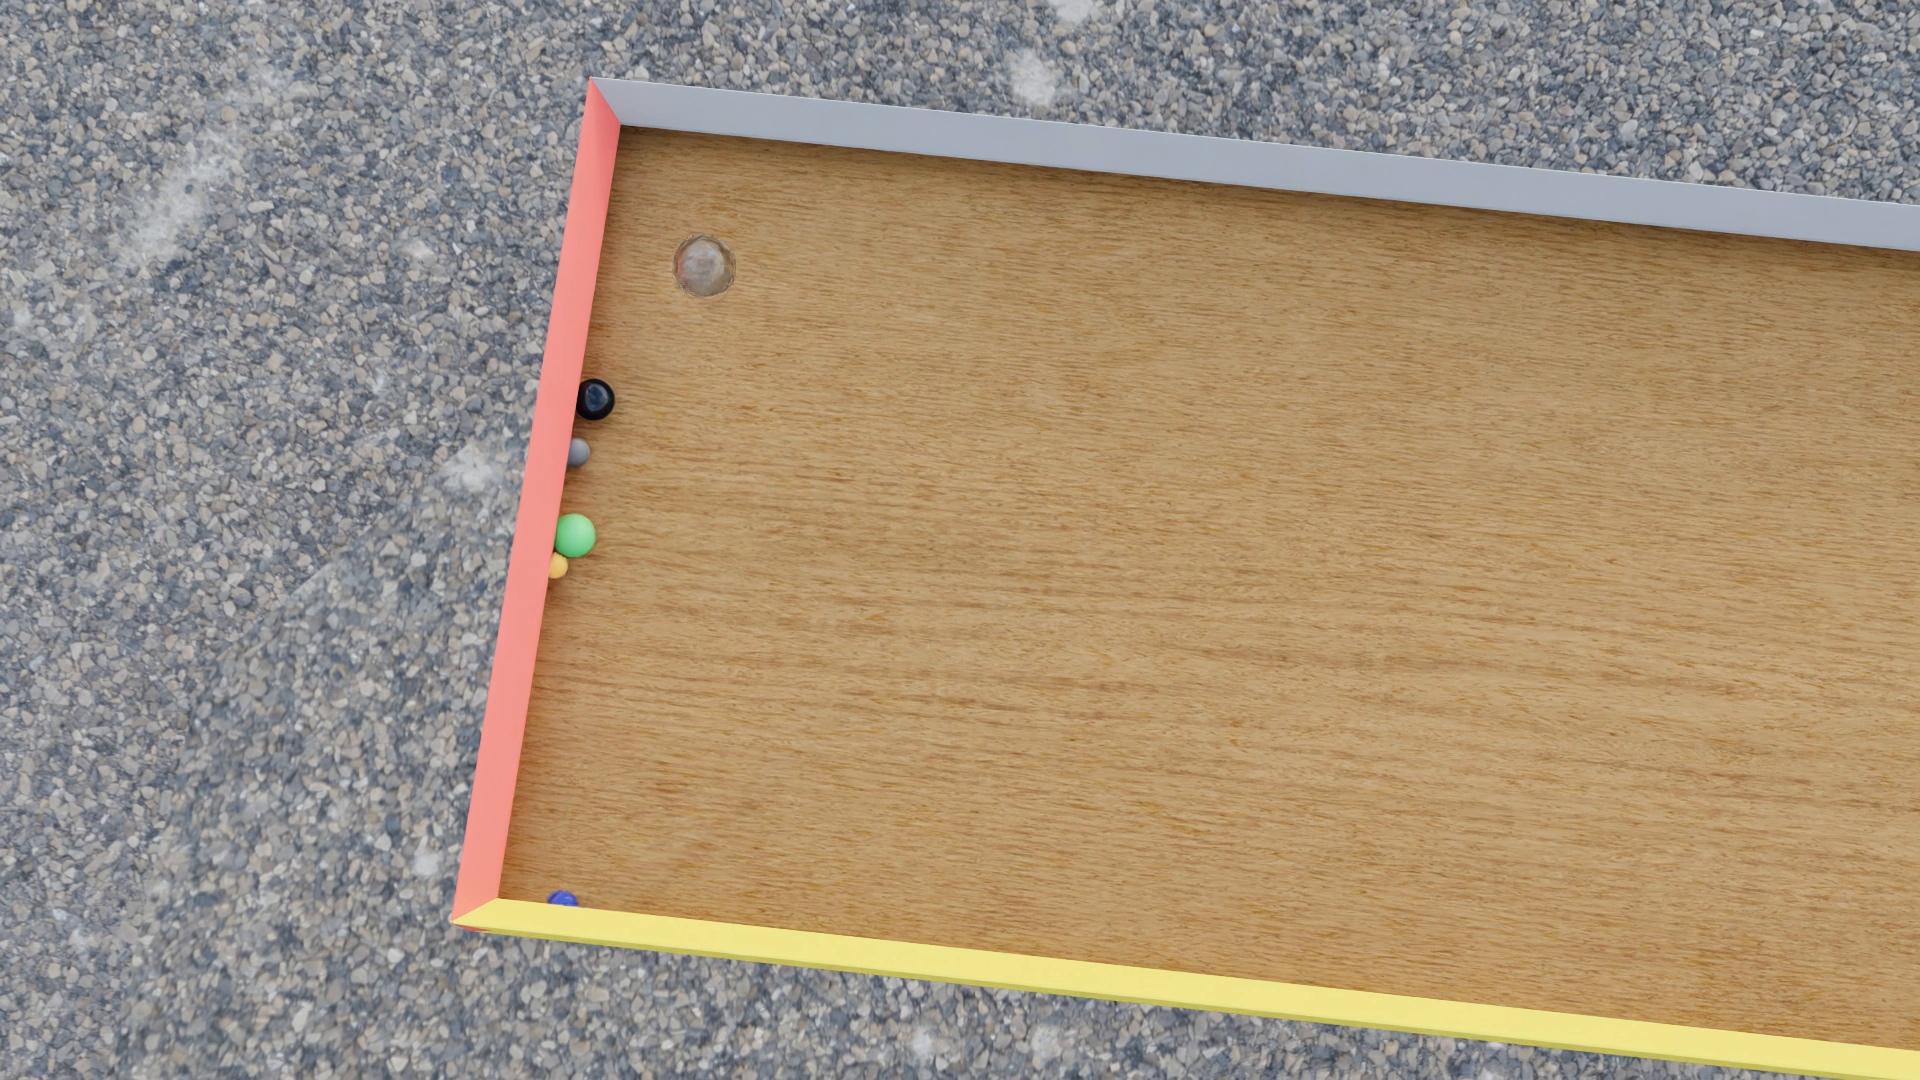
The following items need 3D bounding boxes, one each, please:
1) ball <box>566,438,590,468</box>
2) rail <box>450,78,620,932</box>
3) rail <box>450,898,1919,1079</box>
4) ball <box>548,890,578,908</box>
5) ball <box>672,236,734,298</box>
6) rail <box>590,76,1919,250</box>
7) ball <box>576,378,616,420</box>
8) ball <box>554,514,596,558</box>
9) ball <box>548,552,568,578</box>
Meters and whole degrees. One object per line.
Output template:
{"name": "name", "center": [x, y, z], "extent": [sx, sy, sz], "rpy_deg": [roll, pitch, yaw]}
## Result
{"name": "ball", "center": [-0.595, -0.134, 3.398], "extent": [0.046, 0.046, 0.046], "rpy_deg": [0, 75, 0]}
{"name": "rail", "center": [-0.627, -0.074, 3.338], "extent": [0.045, 0.128, 1.322], "rpy_deg": [6, 75, 2]}
{"name": "rail", "center": [0.583, 0.668, 3.138], "extent": [2.617, 0.128, 0.045], "rpy_deg": [6, 75, 2]}
{"name": "ball", "center": [-0.581, 0.537, 3.217], "extent": [0.046, 0.046, 0.046], "rpy_deg": [0, 75, 0]}
{"name": "ball", "center": [-0.403, -0.428, 3.450], "extent": [0.099, 0.099, 0.099], "rpy_deg": [0, 75, 0]}
{"name": "rail", "center": [0.718, -0.555, 3.468], "extent": [2.617, 0.128, 0.045], "rpy_deg": [6, 75, 2]}
{"name": "ball", "center": [-0.568, -0.218, 3.410], "extent": [0.065, 0.065, 0.065], "rpy_deg": [0, 75, 0]}
{"name": "ball", "center": [-0.589, -0.007, 3.353], "extent": [0.067, 0.067, 0.067], "rpy_deg": [0, 75, 0]}
{"name": "ball", "center": [-0.618, 0.038, 3.354], "extent": [0.041, 0.041, 0.041], "rpy_deg": [0, 75, 0]}
